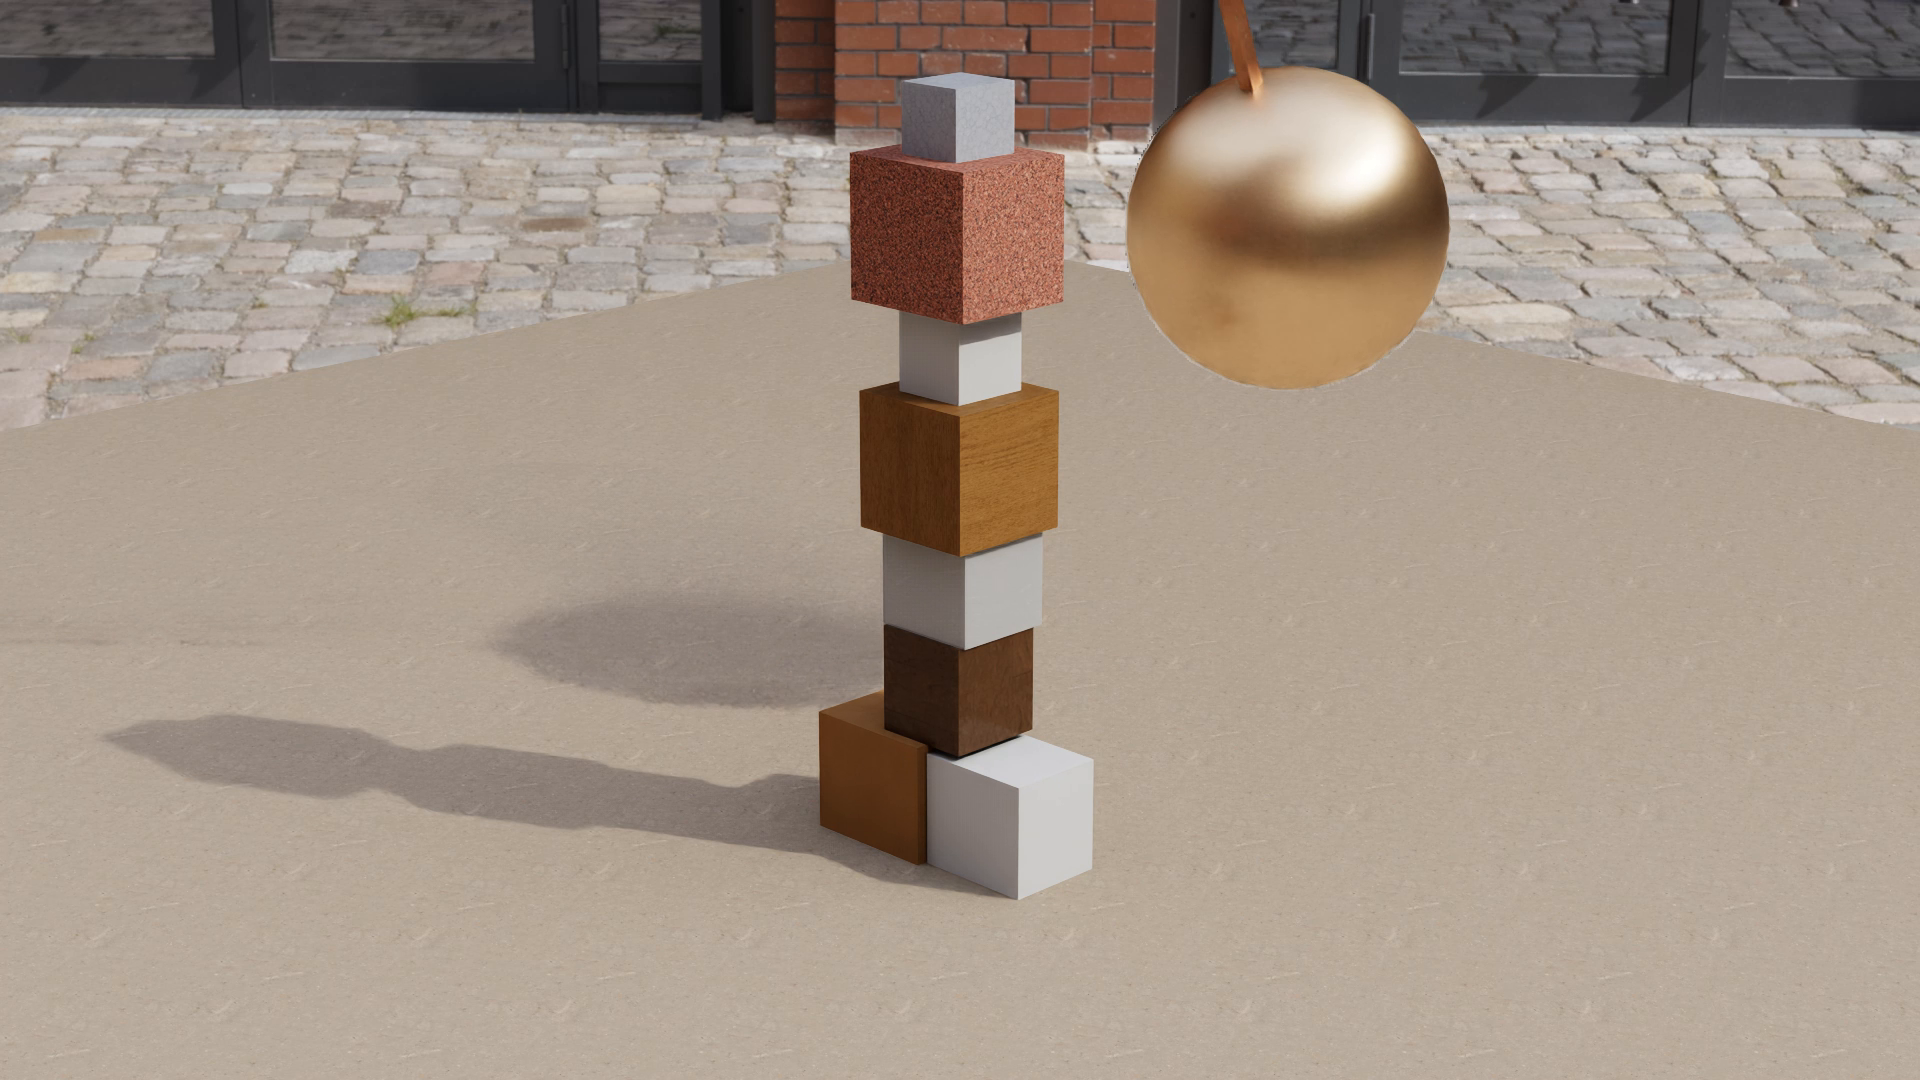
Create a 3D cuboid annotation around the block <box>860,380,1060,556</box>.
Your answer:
[{"bbox_3d":[-0.004,-0.364,13.223,0.628,0.638,0.638,-17,24,-42],"label":"block"}]

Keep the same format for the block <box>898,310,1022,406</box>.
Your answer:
[{"bbox_3d":[0.002,-0.868,13.071,0.395,0.415,0.376,-17,24,-42],"label":"block"}]

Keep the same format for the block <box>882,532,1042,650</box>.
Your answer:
[{"bbox_3d":[0.011,0.160,13.404,0.500,0.470,0.532,-17,24,-42],"label":"block"}]

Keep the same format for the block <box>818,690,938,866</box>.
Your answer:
[{"bbox_3d":[-0.210,1.090,13.906,0.627,0.581,0.667,-17,24,-42],"label":"block"}]

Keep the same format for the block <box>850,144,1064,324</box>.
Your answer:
[{"bbox_3d":[-0.013,-1.374,12.896,0.628,0.656,0.701,-17,24,-42],"label":"block"}]

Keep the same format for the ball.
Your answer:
[{"bbox_3d":[1.623,-1.546,14.557,1.600,1.600,1.600,0,17,0],"label":"ball"}]

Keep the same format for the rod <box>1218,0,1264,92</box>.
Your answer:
[{"bbox_3d":[0.703,-4.267,12.738,0.080,5.200,0.080,17,46,42],"label":"rod"}]

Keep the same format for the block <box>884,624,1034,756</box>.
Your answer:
[{"bbox_3d":[-0.007,0.634,13.534,0.485,0.513,0.488,-17,24,-42],"label":"block"}]

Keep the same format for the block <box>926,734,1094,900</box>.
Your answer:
[{"bbox_3d":[0.228,1.248,13.471,0.491,0.542,0.586,-17,24,-42],"label":"block"}]

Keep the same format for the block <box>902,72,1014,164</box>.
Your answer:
[{"bbox_3d":[-0.009,-1.839,12.754,0.360,0.318,0.335,-17,24,-42],"label":"block"}]
